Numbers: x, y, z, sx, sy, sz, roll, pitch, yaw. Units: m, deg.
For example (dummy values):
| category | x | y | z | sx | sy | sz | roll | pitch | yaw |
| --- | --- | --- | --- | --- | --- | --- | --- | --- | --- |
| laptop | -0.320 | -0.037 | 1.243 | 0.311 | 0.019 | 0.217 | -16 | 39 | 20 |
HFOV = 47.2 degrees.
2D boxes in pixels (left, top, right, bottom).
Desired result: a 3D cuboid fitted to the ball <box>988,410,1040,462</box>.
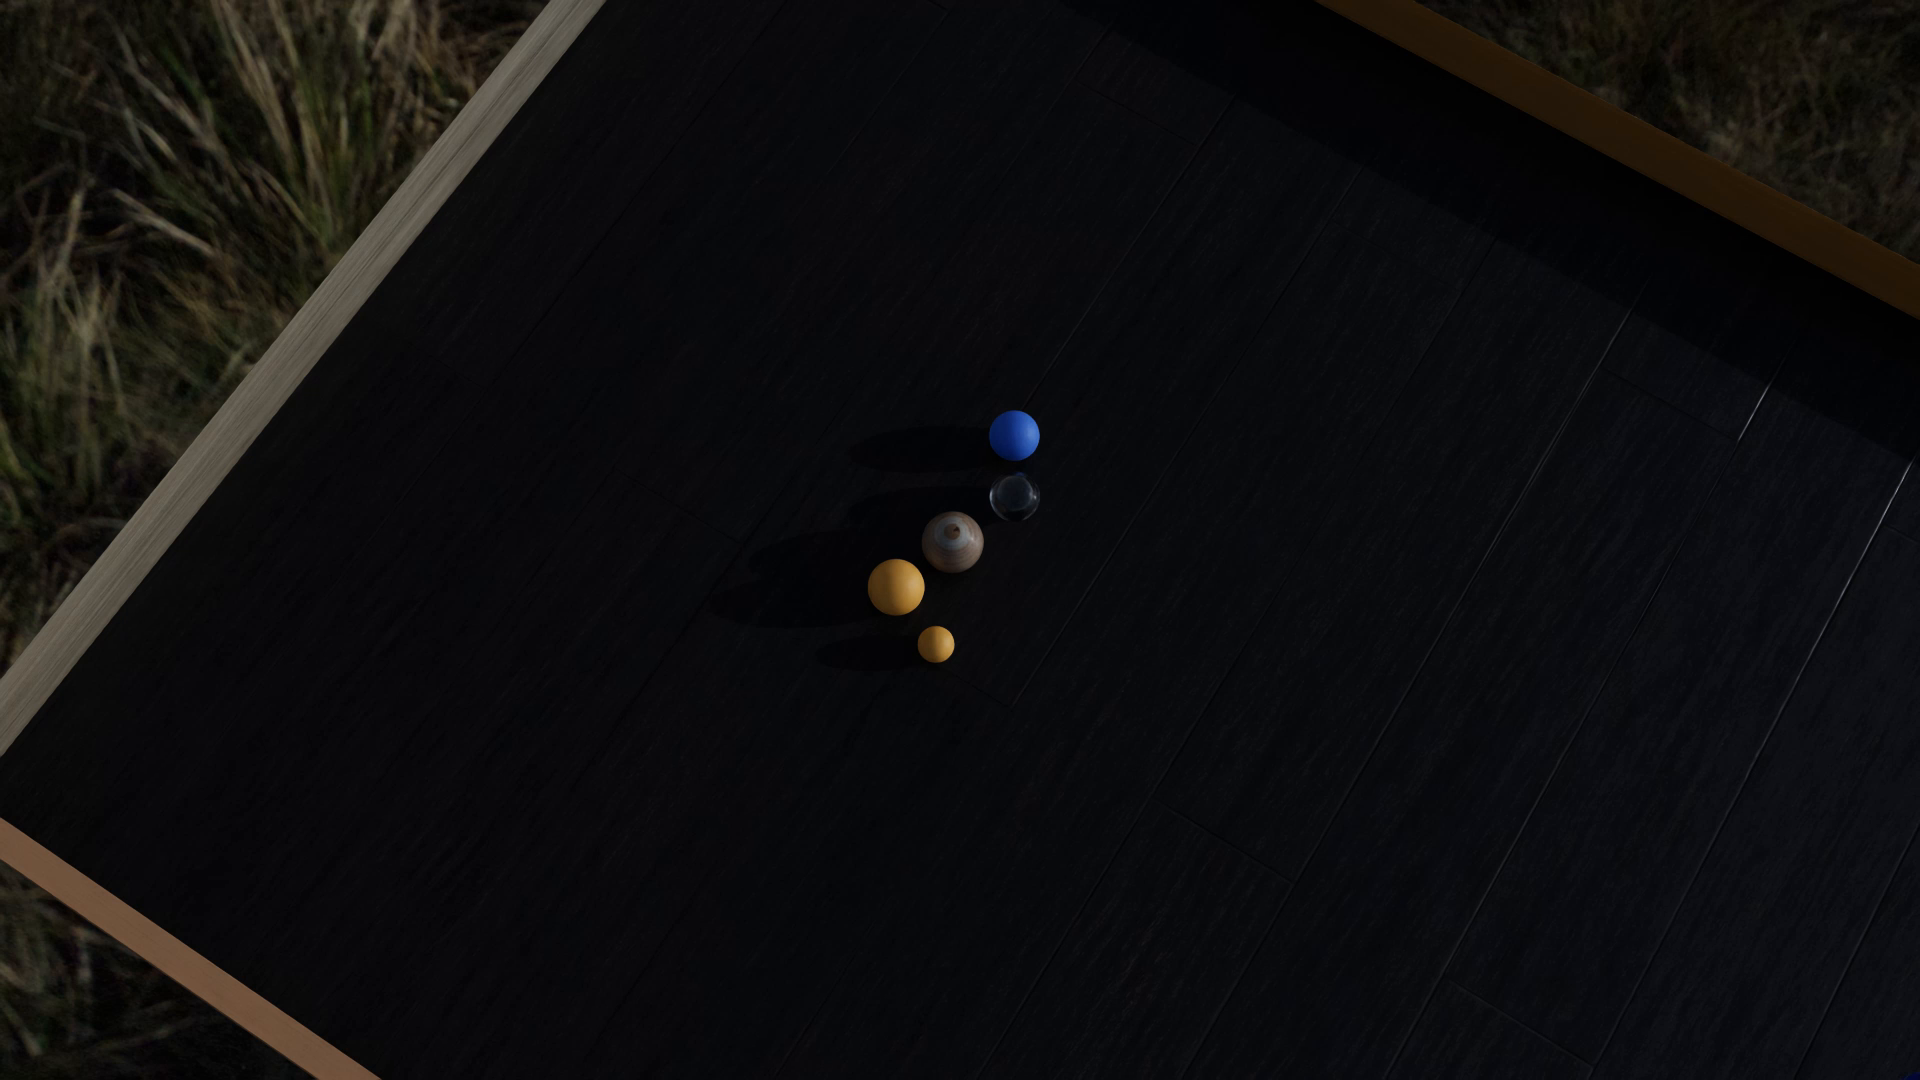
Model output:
| category | x | y | z | sx | sy | sz | roll | pitch | yaw |
| --- | --- | --- | --- | --- | --- | --- | --- | --- | --- |
| ball | 0.086 | -0.165 | 3.486 | 0.081 | 0.081 | 0.081 | 0 | 70 | 0 |

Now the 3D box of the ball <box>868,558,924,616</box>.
| category | x | y | z | sx | sy | sz | roll | pitch | yaw |
| --- | --- | --- | --- | --- | --- | --- | --- | --- | --- |
| ball | -0.099 | 0.073 | 3.397 | 0.089 | 0.089 | 0.089 | 0 | 70 | 0 |

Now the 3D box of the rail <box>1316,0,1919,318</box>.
| category | x | y | z | sx | sy | sz | roll | pitch | yaw |
| --- | --- | --- | --- | --- | --- | --- | --- | --- | --- |
| rail | 1.523 | -0.390 | 3.540 | 4.277 | 0.127 | 0.045 | 31 | 73 | 10 |

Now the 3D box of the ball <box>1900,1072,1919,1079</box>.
| category | x | y | z | sx | sy | sz | roll | pitch | yaw |
| --- | --- | --- | --- | --- | --- | --- | --- | --- | --- |
| ball | 1.373 | 0.802 | 3.140 | 0.082 | 0.082 | 0.082 | 0 | 70 | 0 |

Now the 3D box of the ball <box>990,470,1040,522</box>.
| category | x | y | z | sx | sy | sz | roll | pitch | yaw |
| --- | --- | --- | --- | --- | --- | --- | --- | --- | --- |
| ball | 0.086 | -0.068 | 3.451 | 0.080 | 0.080 | 0.080 | 0 | 70 | 0 |

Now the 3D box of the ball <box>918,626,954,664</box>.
| category | x | y | z | sx | sy | sz | roll | pitch | yaw |
| --- | --- | --- | --- | --- | --- | --- | --- | --- | --- |
| ball | -0.037 | 0.161 | 3.382 | 0.057 | 0.057 | 0.057 | 0 | 70 | 0 |

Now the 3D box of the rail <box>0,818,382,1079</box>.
| category | x | y | z | sx | sy | sz | roll | pitch | yaw |
| --- | --- | --- | --- | --- | --- | --- | --- | --- | --- |
| rail | 0.283 | 1.453 | 2.884 | 4.277 | 0.127 | 0.045 | 31 | 73 | 10 |

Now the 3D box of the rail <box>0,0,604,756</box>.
| category | x | y | z | sx | sy | sz | roll | pitch | yaw |
| --- | --- | --- | --- | --- | --- | --- | --- | --- | --- |
| rail | -0.883 | -0.535 | 3.592 | 0.045 | 0.127 | 2.363 | 31 | 73 | 10 |

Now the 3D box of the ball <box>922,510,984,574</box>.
| category | x | y | z | sx | sy | sz | roll | pitch | yaw |
| --- | --- | --- | --- | --- | --- | --- | --- | --- | --- |
| ball | -0.012 | 0.004 | 3.417 | 0.097 | 0.097 | 0.097 | 0 | 70 | 0 |
